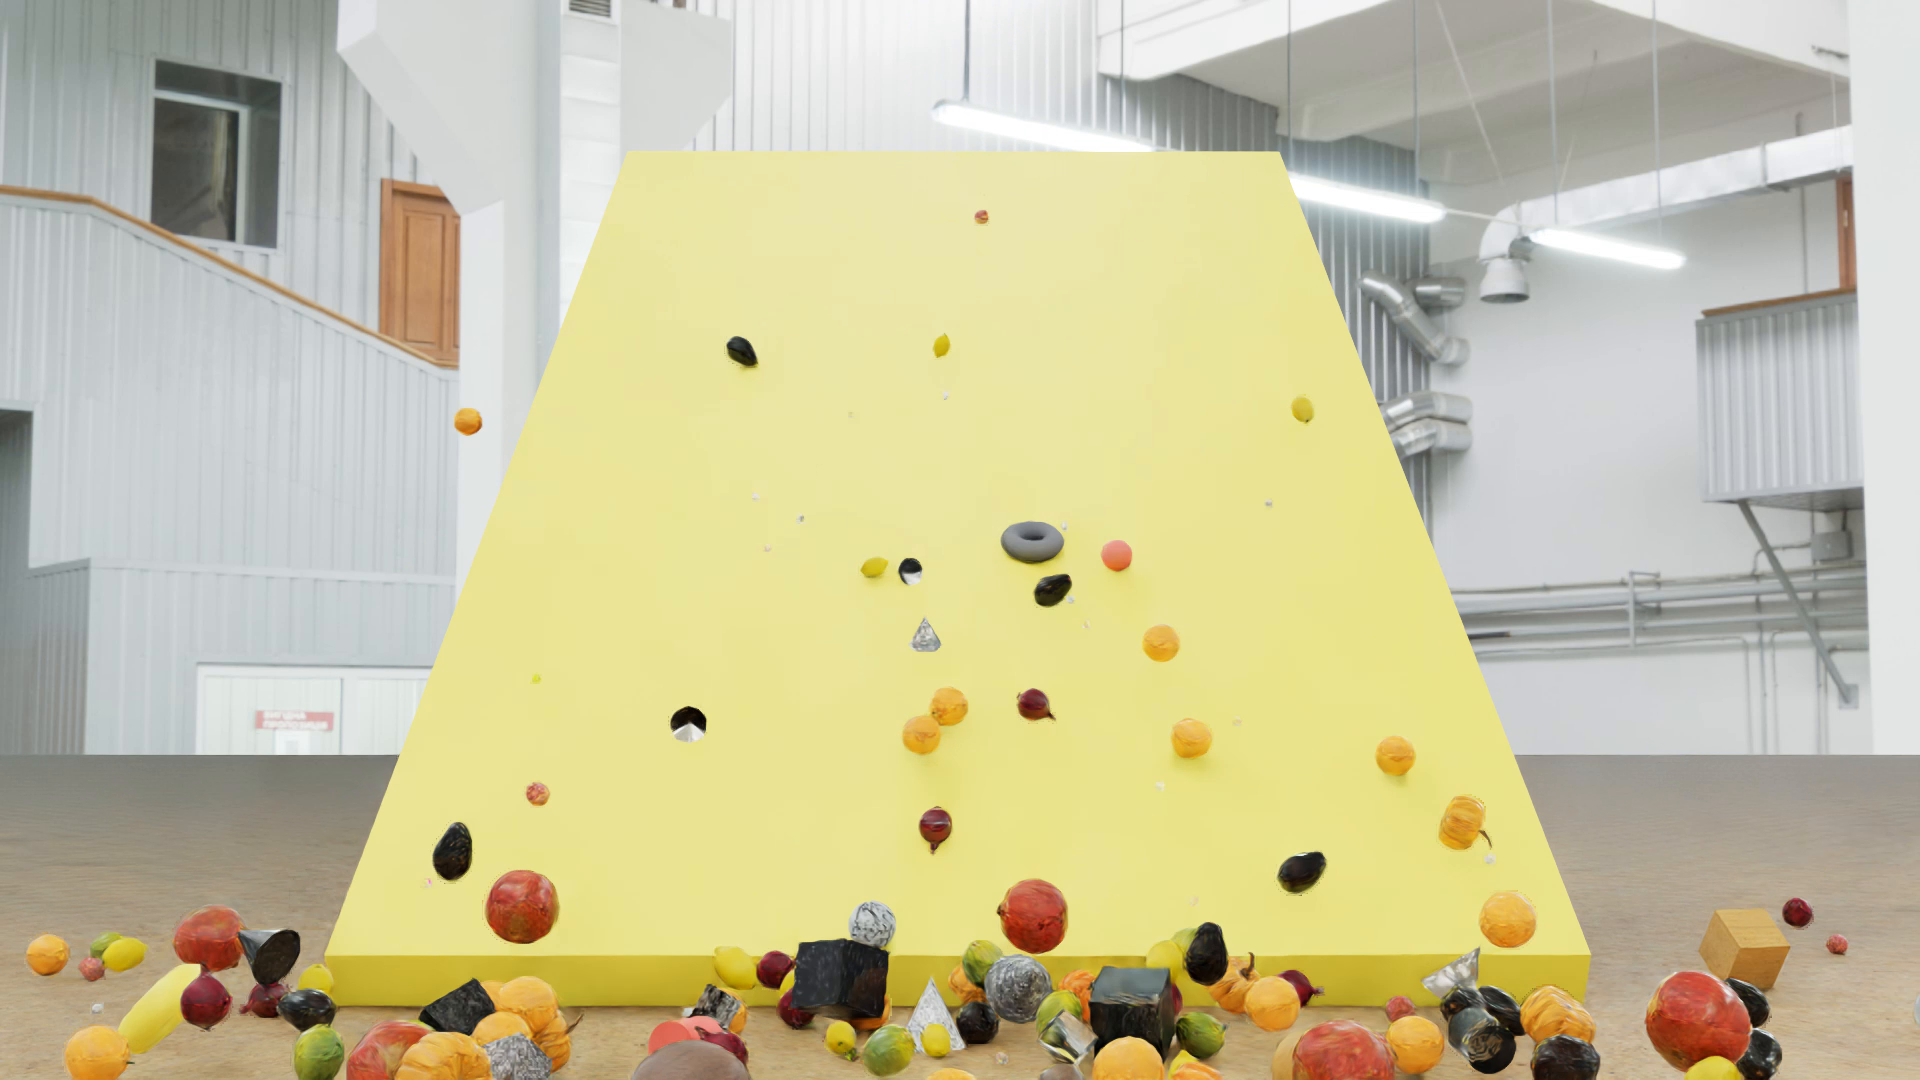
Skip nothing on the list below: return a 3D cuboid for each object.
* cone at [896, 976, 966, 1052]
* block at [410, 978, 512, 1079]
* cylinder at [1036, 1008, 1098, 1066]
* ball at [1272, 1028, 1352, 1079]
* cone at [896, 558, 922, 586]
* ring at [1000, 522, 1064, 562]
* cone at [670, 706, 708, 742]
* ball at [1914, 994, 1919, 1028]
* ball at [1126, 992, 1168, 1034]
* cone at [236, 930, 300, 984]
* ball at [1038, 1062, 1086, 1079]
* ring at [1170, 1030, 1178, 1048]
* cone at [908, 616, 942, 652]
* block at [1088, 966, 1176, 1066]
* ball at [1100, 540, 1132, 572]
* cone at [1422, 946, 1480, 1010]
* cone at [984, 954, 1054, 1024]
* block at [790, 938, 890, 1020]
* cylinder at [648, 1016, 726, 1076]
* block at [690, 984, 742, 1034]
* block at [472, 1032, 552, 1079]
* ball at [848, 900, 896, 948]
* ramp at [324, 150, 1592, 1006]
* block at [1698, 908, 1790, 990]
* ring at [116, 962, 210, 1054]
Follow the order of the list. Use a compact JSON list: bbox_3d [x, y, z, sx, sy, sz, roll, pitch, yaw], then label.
[{"bbox_3d":[-0.040,0.650,3.278,0.096,0.096,0.096,0,-5,0],"label":"cone"},{"bbox_3d":[-0.611,0.600,2.911,0.076,0.076,0.076,-27,-19,-40],"label":"block"},{"bbox_3d":[0.137,0.638,3.037,0.056,0.056,0.056,39,7,16],"label":"cylinder"},{"bbox_3d":[0.396,0.596,2.677,0.091,0.091,0.091,0,-5,0],"label":"ball"},{"bbox_3d":[-0.115,0.065,4.859,0.057,0.057,0.057,3,-6,-33],"label":"cone"},{"bbox_3d":[0.150,0.003,4.962,0.133,0.044,0.133,1,28,0],"label":"ring"},{"bbox_3d":[-0.493,0.334,4.337,0.066,0.066,0.066,0,1,-3],"label":"cone"},{"bbox_3d":[1.372,0.657,3.306,0.087,0.087,0.087,0,-5,0],"label":"ball"},{"bbox_3d":[0.252,0.635,3.197,0.056,0.056,0.056,0,-5,0],"label":"ball"},{"bbox_3d":[-1.071,0.615,3.621,0.092,0.092,0.092,23,7,28],"label":"cone"},{"bbox_3d":[0.115,0.615,2.663,0.058,0.058,0.058,0,-5,0],"label":"ball"},{"bbox_3d":[0.255,0.682,3.264,0.089,0.030,0.089,0,-6,0],"label":"ring"},{"bbox_3d":[-0.068,0.175,4.608,0.064,0.064,0.064,0,28,0],"label":"cone"},{"bbox_3d":[0.227,0.624,3.119,0.091,0.091,0.091,-1,20,16],"label":"block"},{"bbox_3d":[0.322,0.032,4.883,0.066,0.066,0.066,0,-5,0],"label":"ball"},{"bbox_3d":[0.749,0.642,3.536,0.091,0.091,0.091,30,7,-4],"label":"cone"},{"bbox_3d":[0.090,0.596,3.232,0.097,0.097,0.097,1,-26,-11],"label":"cone"},{"bbox_3d":[-0.172,0.631,3.414,0.093,0.093,0.093,-14,-29,40],"label":"block"},{"bbox_3d":[-0.345,0.640,3.010,0.069,0.069,0.069,-3,-6,29],"label":"cylinder"},{"bbox_3d":[-0.334,0.641,3.198,0.053,0.053,0.053,29,-50,0],"label":"block"},{"bbox_3d":[-0.497,0.592,2.636,0.058,0.058,0.058,-23,-55,23],"label":"block"},{"bbox_3d":[-0.139,0.609,3.761,0.076,0.076,0.076,0,-5,0],"label":"ball"},{"bbox_3d":[-0.011,-0.225,5.552,2.000,0.100,4.000,0,28,0],"label":"ramp"},{"bbox_3d":[1.344,0.701,4.080,0.095,0.095,0.095,1,32,-14],"label":"block"},{"bbox_3d":[-1.003,0.590,2.995,0.046,0.137,0.137,42,-6,1],"label":"ring"}]
